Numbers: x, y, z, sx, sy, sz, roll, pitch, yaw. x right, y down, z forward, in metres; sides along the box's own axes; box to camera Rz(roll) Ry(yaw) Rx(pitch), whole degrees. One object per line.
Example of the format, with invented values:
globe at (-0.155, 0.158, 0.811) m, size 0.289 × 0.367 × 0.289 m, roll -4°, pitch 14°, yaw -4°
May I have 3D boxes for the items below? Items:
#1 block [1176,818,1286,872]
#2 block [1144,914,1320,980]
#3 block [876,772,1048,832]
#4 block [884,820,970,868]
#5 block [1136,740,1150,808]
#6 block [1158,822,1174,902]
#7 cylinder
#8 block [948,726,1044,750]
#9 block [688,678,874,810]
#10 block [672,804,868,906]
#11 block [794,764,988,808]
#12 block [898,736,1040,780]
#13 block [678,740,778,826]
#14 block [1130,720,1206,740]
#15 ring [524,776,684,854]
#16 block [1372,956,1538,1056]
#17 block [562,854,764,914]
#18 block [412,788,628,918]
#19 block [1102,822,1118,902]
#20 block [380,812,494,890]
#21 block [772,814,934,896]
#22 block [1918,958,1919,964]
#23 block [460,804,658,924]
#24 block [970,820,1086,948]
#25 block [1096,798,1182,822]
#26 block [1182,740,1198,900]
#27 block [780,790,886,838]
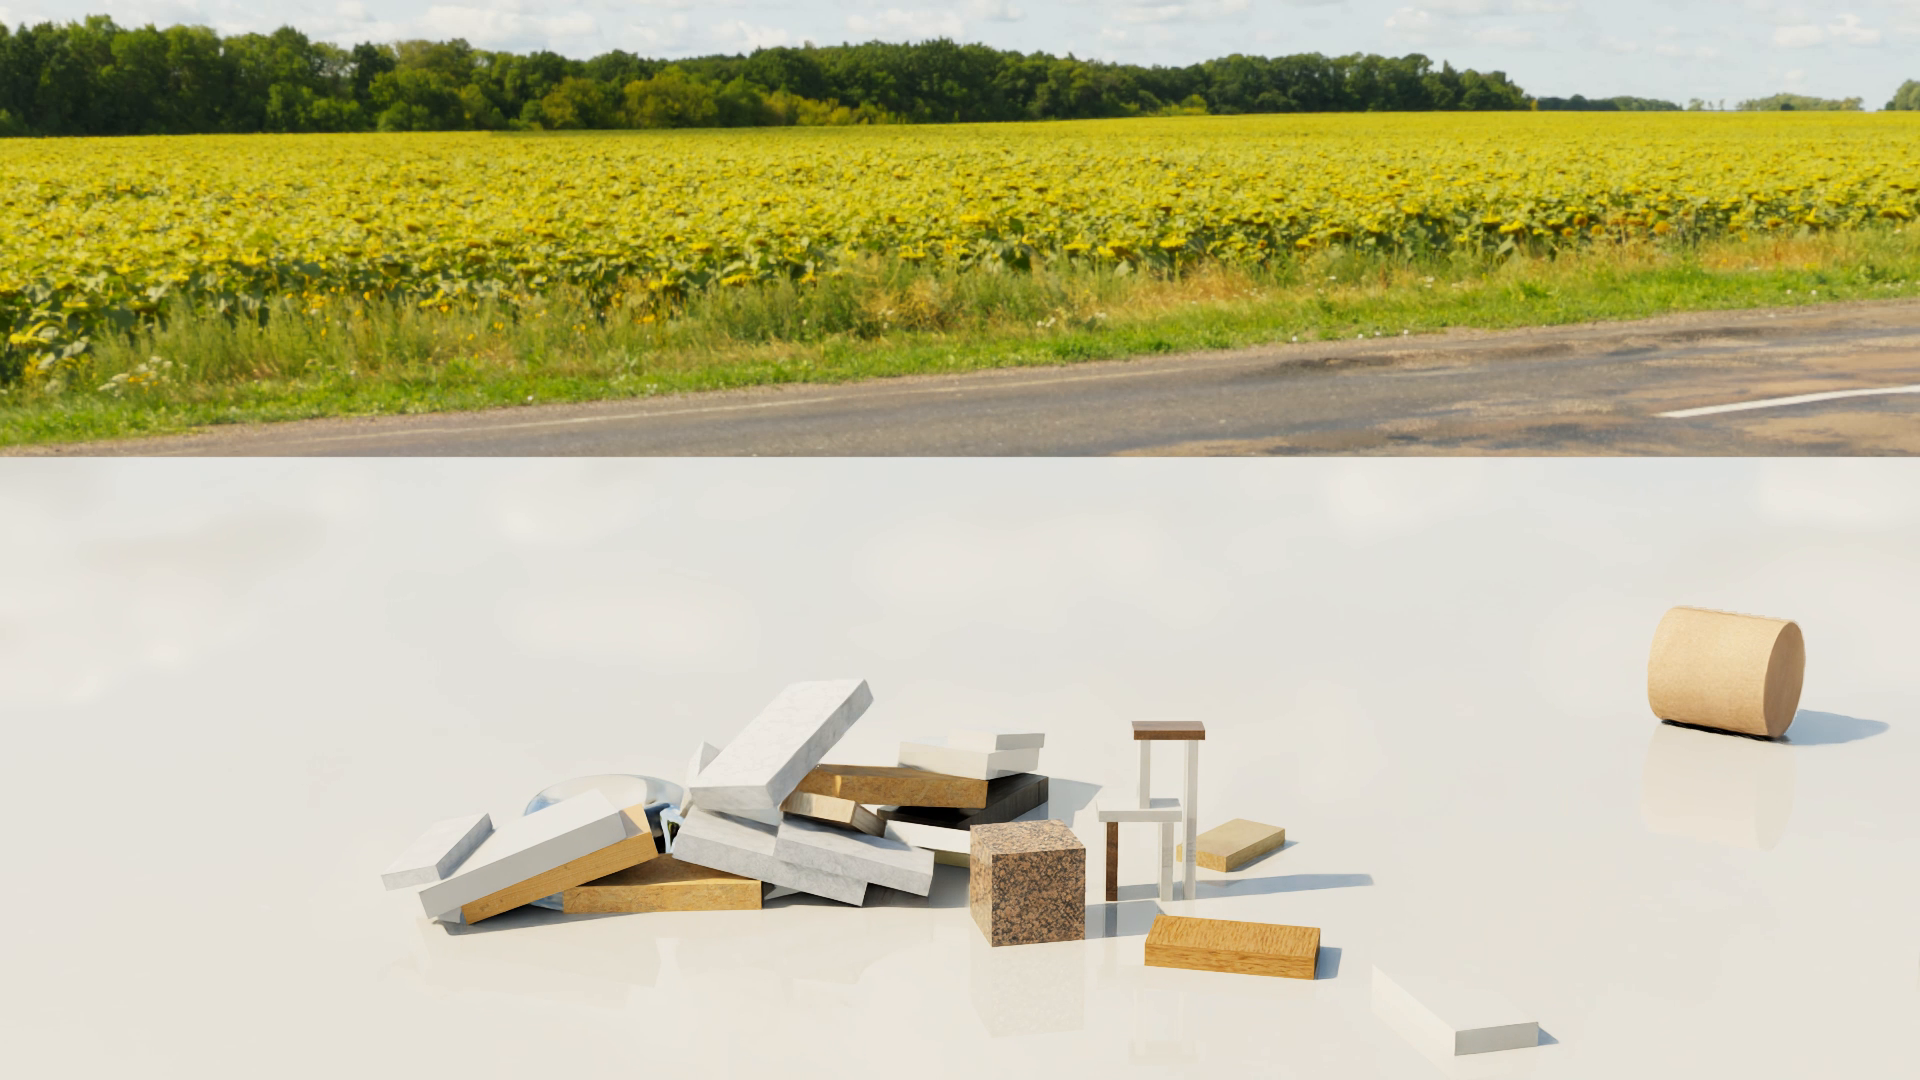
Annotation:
block at (0.478, 0.537, 3.877) m, size 0.100 × 0.028 × 0.201 m, roll 8°, pitch 13°, yaw 38°
block at (0.420, 0.625, 3.381) m, size 0.256 × 0.036 × 0.128 m, roll 2°, pitch 11°, yaw 13°
block at (0.009, 0.490, 4.074) m, size 0.169 × 0.048 × 0.338 m, roll 6°, pitch 12°, yaw 30°
block at (0.015, 0.527, 3.740) m, size 0.261 × 0.037 × 0.131 m, roll 5°, pitch -19°, yaw 24°
block at (0.303, 0.379, 3.630) m, size 0.017 × 0.117 × 0.059 m, roll 0°, pitch 11°, yaw 0°
block at (0.341, 0.523, 3.653) m, size 0.019 × 0.137 × 0.068 m, roll 0°, pitch 11°, yaw 0°
cylinder at (1.627, 0.279, 4.671) m, size 0.246 × 0.246 × 0.246 m, roll 8°, pitch 13°, yaw 38°
block at (0.071, 0.374, 4.166) m, size 0.100 × 0.028 × 0.201 m, roll 6°, pitch -1°, yaw 29°
block at (-0.305, 0.350, 3.793) m, size 0.168 × 0.048 × 0.336 m, roll -6°, pitch 25°, yaw 34°
block at (-0.308, 0.525, 3.672) m, size 0.320 × 0.045 × 0.160 m, roll 14°, pitch 9°, yaw 0°
block at (-0.134, 0.433, 3.882) m, size 0.338 × 0.048 × 0.169 m, roll 8°, pitch -2°, yaw -42°
block at (0.021, 0.407, 4.141) m, size 0.169 × 0.048 × 0.338 m, roll 6°, pitch -1°, yaw 18°
block at (-0.411, 0.469, 3.947) m, size 0.168 × 0.048 × 0.336 m, roll 34°, pitch 6°, yaw -9°
block at (0.342, 0.313, 3.618) m, size 0.117 × 0.017 × 0.059 m, roll 0°, pitch 11°, yaw 0°
ring at (-0.614, 0.498, 3.880) m, size 0.320 × 0.107 × 0.320 m, roll 1°, pitch 11°, yaw 0°
block at (0.707, 0.666, 3.159) m, size 0.128 × 0.036 × 0.256 m, roll -3°, pitch 11°, yaw -15°
block at (-0.489, 0.569, 3.658) m, size 0.320 × 0.045 × 0.160 m, roll -1°, pitch 11°, yaw -3°
block at (-0.725, 0.508, 3.586) m, size 0.336 × 0.048 × 0.168 m, roll -21°, pitch 14°, yaw -18°
block at (0.250, 0.523, 3.653) m, size 0.019 × 0.137 × 0.068 m, roll 0°, pitch 11°, yaw 0°
block at (-0.849, 0.505, 3.578) m, size 0.100 × 0.028 × 0.201 m, roll -12°, pitch 14°, yaw 16°
block at (-0.175, 0.521, 3.644) m, size 0.261 × 0.037 × 0.131 m, roll 14°, pitch 9°, yaw -2°
block at (1.567, 0.648, 3.259) m, size 0.256 × 0.036 × 0.128 m, roll 3°, pitch 11°, yaw 18°
block at (-0.664, 0.531, 3.621) m, size 0.320 × 0.045 × 0.160 m, roll -19°, pitch 14°, yaw -9°
block at (0.107, 0.544, 3.502) m, size 0.151 × 0.151 × 0.151 m, roll -2°, pitch 11°, yaw -12°
block at (0.296, 0.447, 3.639) m, size 0.137 × 0.019 × 0.068 m, roll 0°, pitch 11°, yaw 0°
block at (0.381, 0.456, 3.644) m, size 0.017 × 0.273 × 0.059 m, roll 0°, pitch 11°, yaw 0°
block at (-0.197, 0.486, 3.773) m, size 0.130 × 0.037 × 0.261 m, roll 7°, pitch -17°, yaw 22°
